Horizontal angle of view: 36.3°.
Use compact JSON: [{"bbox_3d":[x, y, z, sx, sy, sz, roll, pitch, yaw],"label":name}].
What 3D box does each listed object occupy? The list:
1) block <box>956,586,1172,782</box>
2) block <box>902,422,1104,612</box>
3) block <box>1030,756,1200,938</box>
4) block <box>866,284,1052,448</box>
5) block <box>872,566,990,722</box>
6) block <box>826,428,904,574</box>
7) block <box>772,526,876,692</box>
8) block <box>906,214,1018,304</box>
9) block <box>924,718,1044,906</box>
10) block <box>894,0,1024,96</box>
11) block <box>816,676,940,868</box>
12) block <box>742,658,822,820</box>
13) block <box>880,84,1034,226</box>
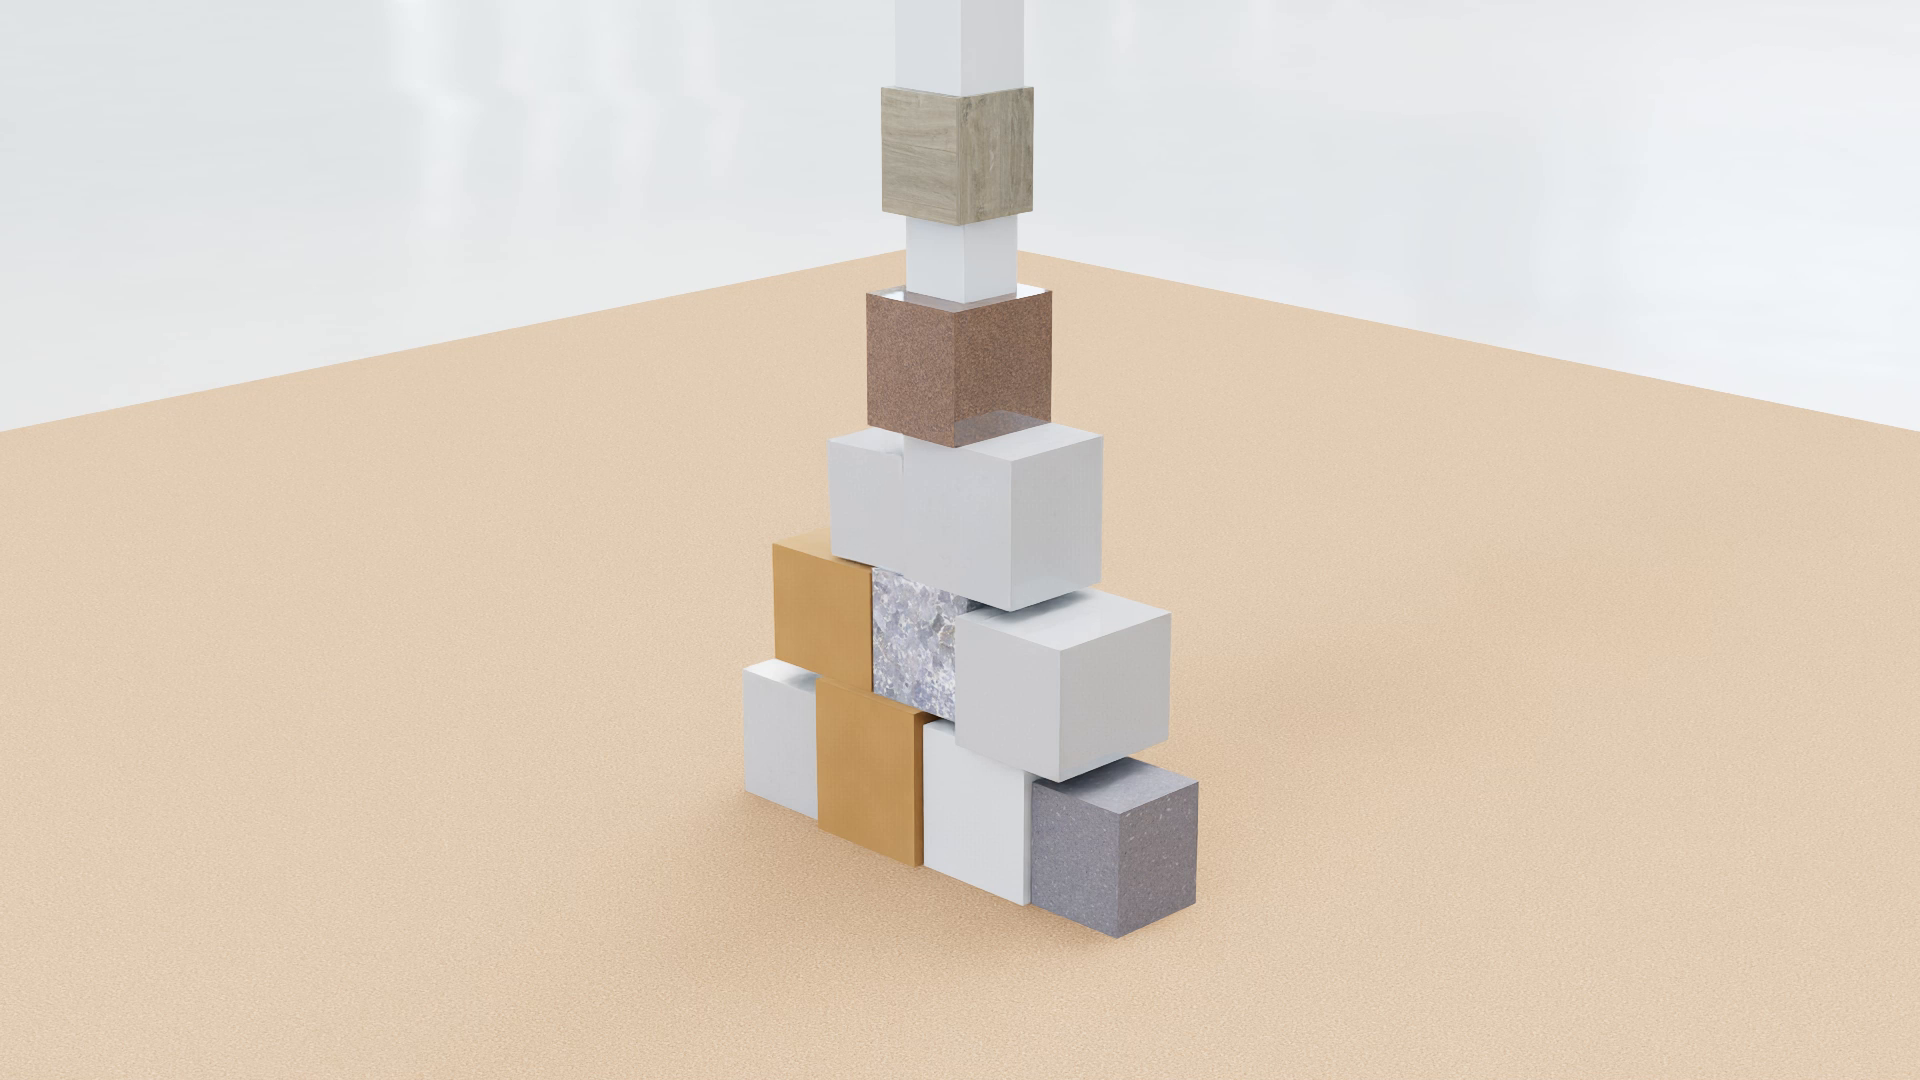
[{"bbox_3d":[0.458,0.618,13.056,0.722,0.605,0.635,-17,24,-42],"label":"block"},{"bbox_3d":[0.191,-0.146,13.116,0.587,0.684,0.671,-17,24,-42],"label":"block"},{"bbox_3d":[0.689,1.350,13.066,0.529,0.589,0.518,-17,24,-42],"label":"block"},{"bbox_3d":[-0.002,-0.811,13.084,0.616,0.606,0.554,-17,24,-42],"label":"block"},{"bbox_3d":[0.025,0.419,13.474,0.594,0.608,0.607,-17,24,-42],"label":"block"},{"bbox_3d":[-0.258,-0.203,13.530,0.481,0.549,0.502,-17,22,-42],"label":"block"},{"bbox_3d":[-0.445,0.298,13.907,0.577,0.580,0.669,-17,23,-42],"label":"block"},{"bbox_3d":[0.008,-1.276,12.949,0.331,0.363,0.363,-17,24,-42],"label":"block"},{"bbox_3d":[0.265,1.178,13.438,0.587,0.694,0.635,-17,24,-42],"label":"block"},{"bbox_3d":[-0.002,-2.161,12.661,0.386,0.406,0.403,-17,24,-42],"label":"block"},{"bbox_3d":[-0.205,1.011,13.867,0.676,0.757,0.661,-17,24,-42],"label":"block"},{"bbox_3d":[-0.641,0.929,14.329,0.586,0.636,0.592,-17,24,-42],"label":"block"},{"bbox_3d":[-0.011,-1.704,12.794,0.474,0.546,0.464,-17,24,-42],"label":"block"}]
